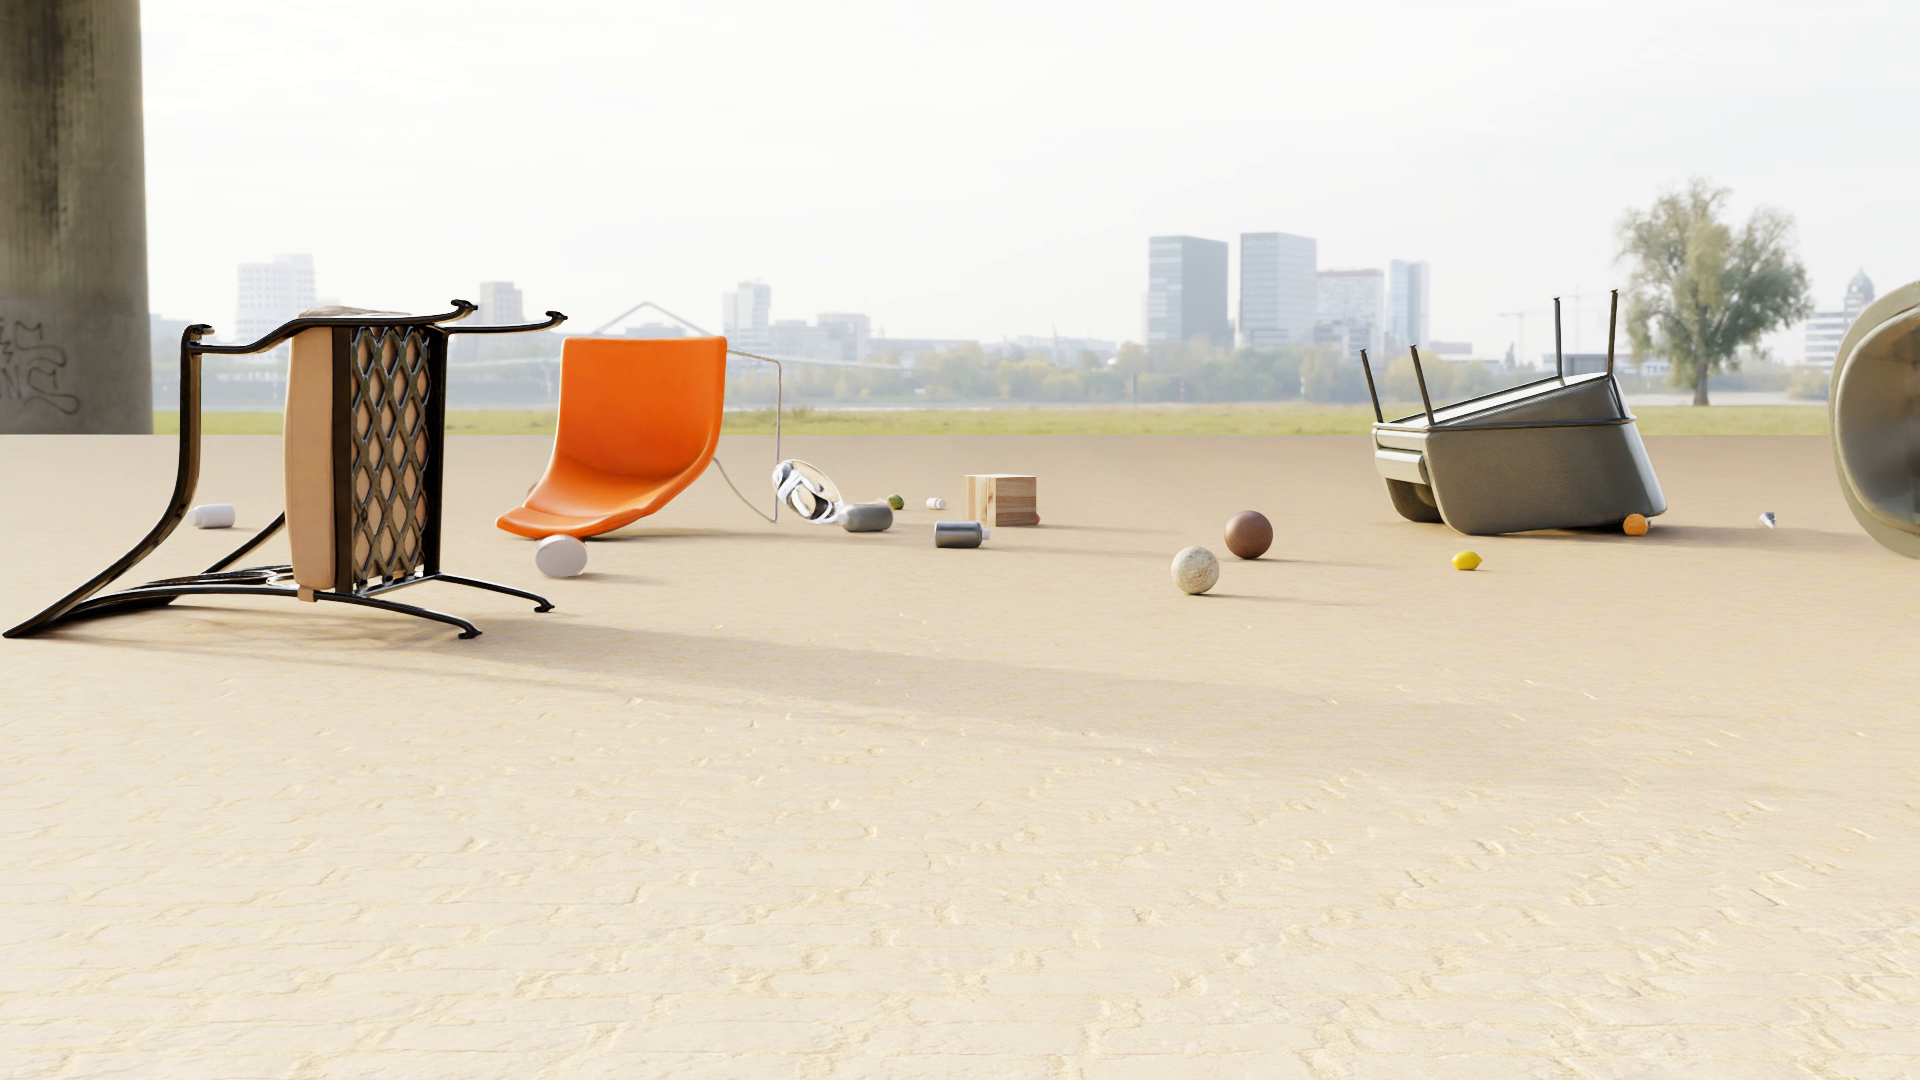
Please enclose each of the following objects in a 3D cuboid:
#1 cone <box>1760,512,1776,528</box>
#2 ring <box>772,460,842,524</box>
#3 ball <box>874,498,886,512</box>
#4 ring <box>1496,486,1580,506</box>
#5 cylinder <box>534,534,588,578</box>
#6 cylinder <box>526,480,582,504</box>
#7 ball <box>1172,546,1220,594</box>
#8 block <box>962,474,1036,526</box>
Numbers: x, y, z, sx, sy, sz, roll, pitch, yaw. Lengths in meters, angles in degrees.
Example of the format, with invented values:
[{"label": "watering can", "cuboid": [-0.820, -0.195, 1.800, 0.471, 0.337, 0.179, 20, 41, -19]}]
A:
[{"label": "cone", "cuboid": [2.620, -0.051, 7.109, 0.054, 0.053, 0.085, 13, 23, 4]}, {"label": "ring", "cuboid": [-0.514, -0.161, 7.417, 0.096, 0.253, 0.297, -43, -35, 20]}, {"label": "ball", "cuboid": [-0.293, -0.128, 8.038, 0.050, 0.050, 0.050, 0, 4, 0]}, {"label": "ring", "cuboid": [2.249, -0.174, 8.568, 0.322, 0.072, 0.234, 2, 3, 12]}, {"label": "cylinder", "cuboid": [-0.965, 0.039, 5.315, 0.123, 0.091, 0.192, -4, 5, -11]}, {"label": "cylinder", "cuboid": [-1.583, -0.186, 8.567, 0.142, 0.081, 0.163, -28, -14, 36]}, {"label": "ball", "cuboid": [0.515, 0.066, 4.812, 0.106, 0.106, 0.106, 0, 4, 0]}, {"label": "block", "cuboid": [0.131, -0.132, 7.293, 0.165, 0.161, 0.190, -3, 5, -34]}]
